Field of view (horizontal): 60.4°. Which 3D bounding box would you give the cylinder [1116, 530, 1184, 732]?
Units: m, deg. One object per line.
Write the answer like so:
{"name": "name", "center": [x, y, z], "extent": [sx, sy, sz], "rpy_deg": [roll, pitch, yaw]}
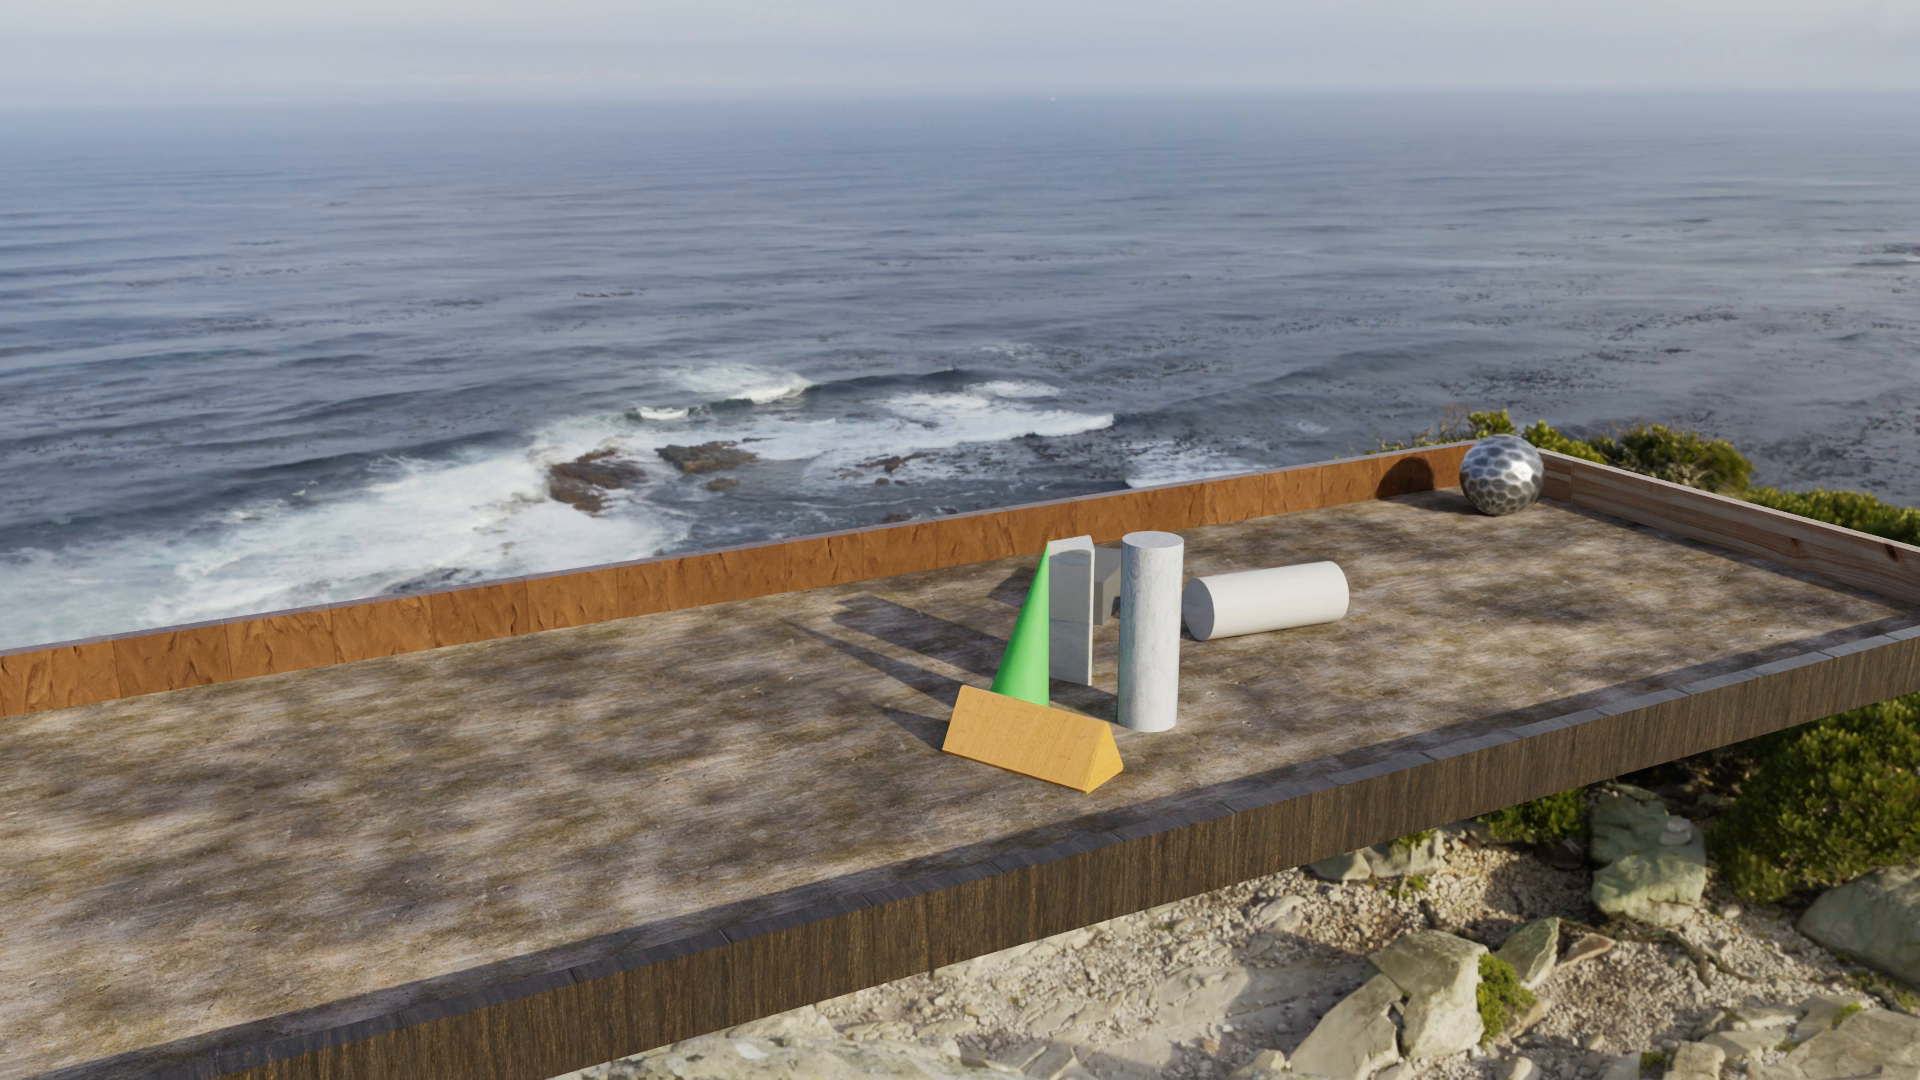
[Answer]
{"name": "cylinder", "center": [0.442, 0.213, 3.840], "extent": [0.141, 0.446, 0.141], "rpy_deg": [0, 16, 0]}

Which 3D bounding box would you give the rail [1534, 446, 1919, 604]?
{"name": "rail", "center": [2.466, -0.048, 5.253], "extent": [0.050, 0.150, 2.100], "rpy_deg": [-9, 18, -27]}

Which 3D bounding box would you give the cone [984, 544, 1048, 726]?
{"name": "cone", "center": [0.169, 0.204, 3.852], "extent": [0.157, 0.436, 0.157], "rpy_deg": [9, 17, -3]}

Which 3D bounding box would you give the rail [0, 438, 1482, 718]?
{"name": "rail", "center": [-3.305, 0.497, 3.399], "extent": [12.000, 0.150, 0.050], "rpy_deg": [-9, 18, -27]}

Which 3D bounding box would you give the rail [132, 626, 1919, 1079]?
{"name": "rail", "center": [-2.336, 1.006, 1.665], "extent": [12.000, 0.150, 0.050], "rpy_deg": [-9, 18, -27]}

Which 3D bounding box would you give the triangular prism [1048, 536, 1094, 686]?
{"name": "triangular prism", "center": [0.297, 0.171, 4.145], "extent": [0.126, 0.354, 0.109], "rpy_deg": [9, 19, 29]}

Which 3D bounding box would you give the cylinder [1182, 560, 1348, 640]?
{"name": "cylinder", "center": [0.833, 0.164, 4.495], "extent": [0.418, 0.170, 0.170], "rpy_deg": [-6, 18, -21]}

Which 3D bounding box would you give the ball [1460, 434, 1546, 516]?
{"name": "ball", "center": [1.847, -0.224, 5.622], "extent": [0.278, 0.278, 0.278], "rpy_deg": [0, 16, 0]}

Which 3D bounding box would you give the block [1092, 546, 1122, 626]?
{"name": "block", "center": [0.393, 0.128, 4.697], "extent": [0.126, 0.126, 0.323], "rpy_deg": [6, 18, 21]}
